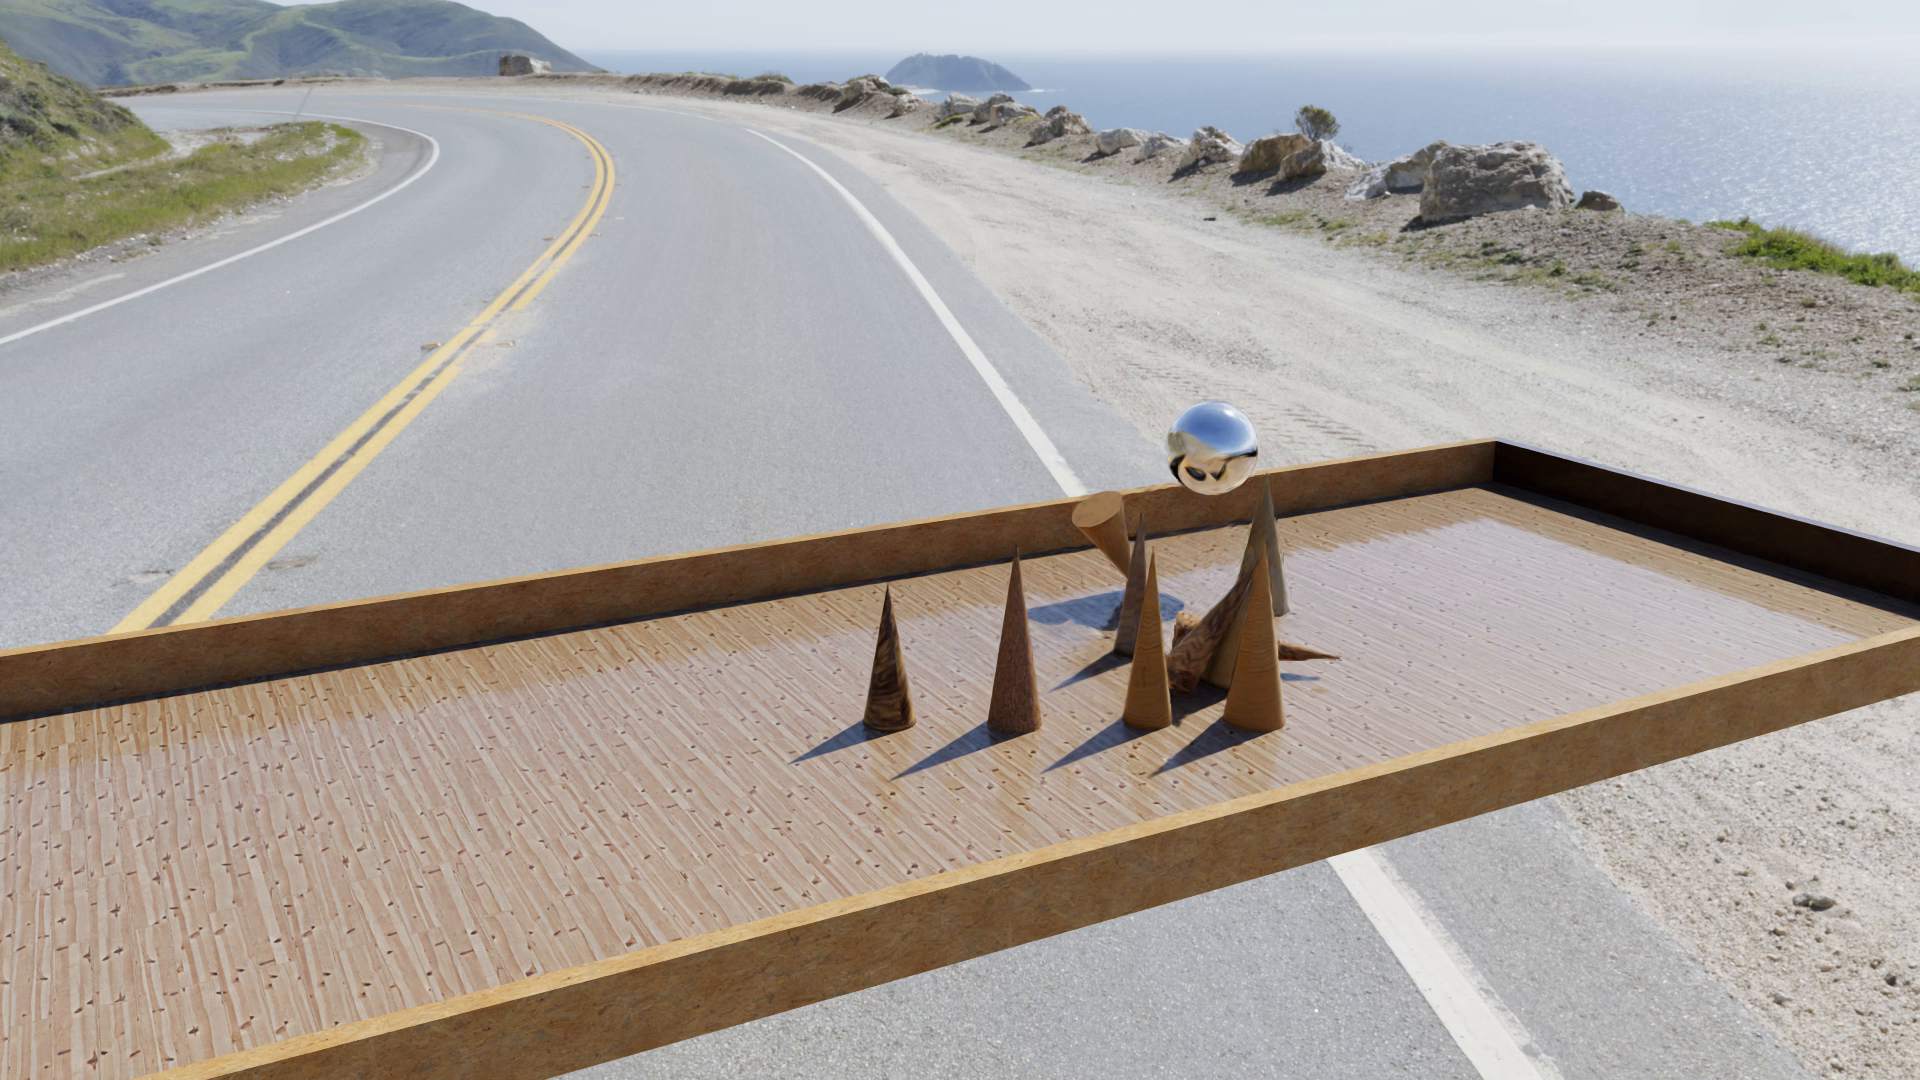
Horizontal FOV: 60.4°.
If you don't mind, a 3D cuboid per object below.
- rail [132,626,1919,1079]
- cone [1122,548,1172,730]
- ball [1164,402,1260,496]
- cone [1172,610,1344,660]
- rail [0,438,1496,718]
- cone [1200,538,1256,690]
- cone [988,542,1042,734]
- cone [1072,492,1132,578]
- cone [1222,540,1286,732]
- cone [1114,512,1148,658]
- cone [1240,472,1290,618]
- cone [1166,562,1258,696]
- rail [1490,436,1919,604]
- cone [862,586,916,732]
[{"bbox_3d":[-2.336,1.006,1.665,12.000,0.150,0.050,-9,18,-27],"label":"rail"},{"bbox_3d":[0.443,0.220,3.843,0.119,0.430,0.119,0,16,0],"label":"cone"},{"bbox_3d":[0.740,-0.269,4.846,0.274,0.274,0.274,0,16,0],"label":"ball"},{"bbox_3d":[0.765,0.275,4.214,0.433,0.135,0.135,7,17,10],"label":"cone"},{"bbox_3d":[-3.305,0.497,3.399,12.000,0.150,0.050,-9,18,-27],"label":"rail"},{"bbox_3d":[0.692,0.171,4.081,0.145,0.371,0.145,8,17,-3],"label":"cone"},{"bbox_3d":[0.129,0.215,3.820,0.129,0.454,0.129,0,16,0],"label":"cone"},{"bbox_3d":[0.456,0.025,4.804,0.160,0.304,0.160,-21,32,14],"label":"cone"},{"bbox_3d":[0.697,0.208,3.840,0.148,0.455,0.148,0,16,0],"label":"cone"},{"bbox_3d":[0.461,0.102,4.288,0.101,0.401,0.101,2,18,-1],"label":"cone"},{"bbox_3d":[0.854,0.000,4.638,0.169,0.404,0.169,0,16,0],"label":"cone"},{"bbox_3d":[0.628,0.193,4.019,0.113,0.386,0.113,33,9,-6],"label":"cone"},{"bbox_3d":[2.466,-0.048,5.253,0.050,0.150,2.100,-9,18,-27],"label":"rail"},{"bbox_3d":[-0.167,0.263,3.845,0.127,0.346,0.127,0,16,0],"label":"cone"}]
